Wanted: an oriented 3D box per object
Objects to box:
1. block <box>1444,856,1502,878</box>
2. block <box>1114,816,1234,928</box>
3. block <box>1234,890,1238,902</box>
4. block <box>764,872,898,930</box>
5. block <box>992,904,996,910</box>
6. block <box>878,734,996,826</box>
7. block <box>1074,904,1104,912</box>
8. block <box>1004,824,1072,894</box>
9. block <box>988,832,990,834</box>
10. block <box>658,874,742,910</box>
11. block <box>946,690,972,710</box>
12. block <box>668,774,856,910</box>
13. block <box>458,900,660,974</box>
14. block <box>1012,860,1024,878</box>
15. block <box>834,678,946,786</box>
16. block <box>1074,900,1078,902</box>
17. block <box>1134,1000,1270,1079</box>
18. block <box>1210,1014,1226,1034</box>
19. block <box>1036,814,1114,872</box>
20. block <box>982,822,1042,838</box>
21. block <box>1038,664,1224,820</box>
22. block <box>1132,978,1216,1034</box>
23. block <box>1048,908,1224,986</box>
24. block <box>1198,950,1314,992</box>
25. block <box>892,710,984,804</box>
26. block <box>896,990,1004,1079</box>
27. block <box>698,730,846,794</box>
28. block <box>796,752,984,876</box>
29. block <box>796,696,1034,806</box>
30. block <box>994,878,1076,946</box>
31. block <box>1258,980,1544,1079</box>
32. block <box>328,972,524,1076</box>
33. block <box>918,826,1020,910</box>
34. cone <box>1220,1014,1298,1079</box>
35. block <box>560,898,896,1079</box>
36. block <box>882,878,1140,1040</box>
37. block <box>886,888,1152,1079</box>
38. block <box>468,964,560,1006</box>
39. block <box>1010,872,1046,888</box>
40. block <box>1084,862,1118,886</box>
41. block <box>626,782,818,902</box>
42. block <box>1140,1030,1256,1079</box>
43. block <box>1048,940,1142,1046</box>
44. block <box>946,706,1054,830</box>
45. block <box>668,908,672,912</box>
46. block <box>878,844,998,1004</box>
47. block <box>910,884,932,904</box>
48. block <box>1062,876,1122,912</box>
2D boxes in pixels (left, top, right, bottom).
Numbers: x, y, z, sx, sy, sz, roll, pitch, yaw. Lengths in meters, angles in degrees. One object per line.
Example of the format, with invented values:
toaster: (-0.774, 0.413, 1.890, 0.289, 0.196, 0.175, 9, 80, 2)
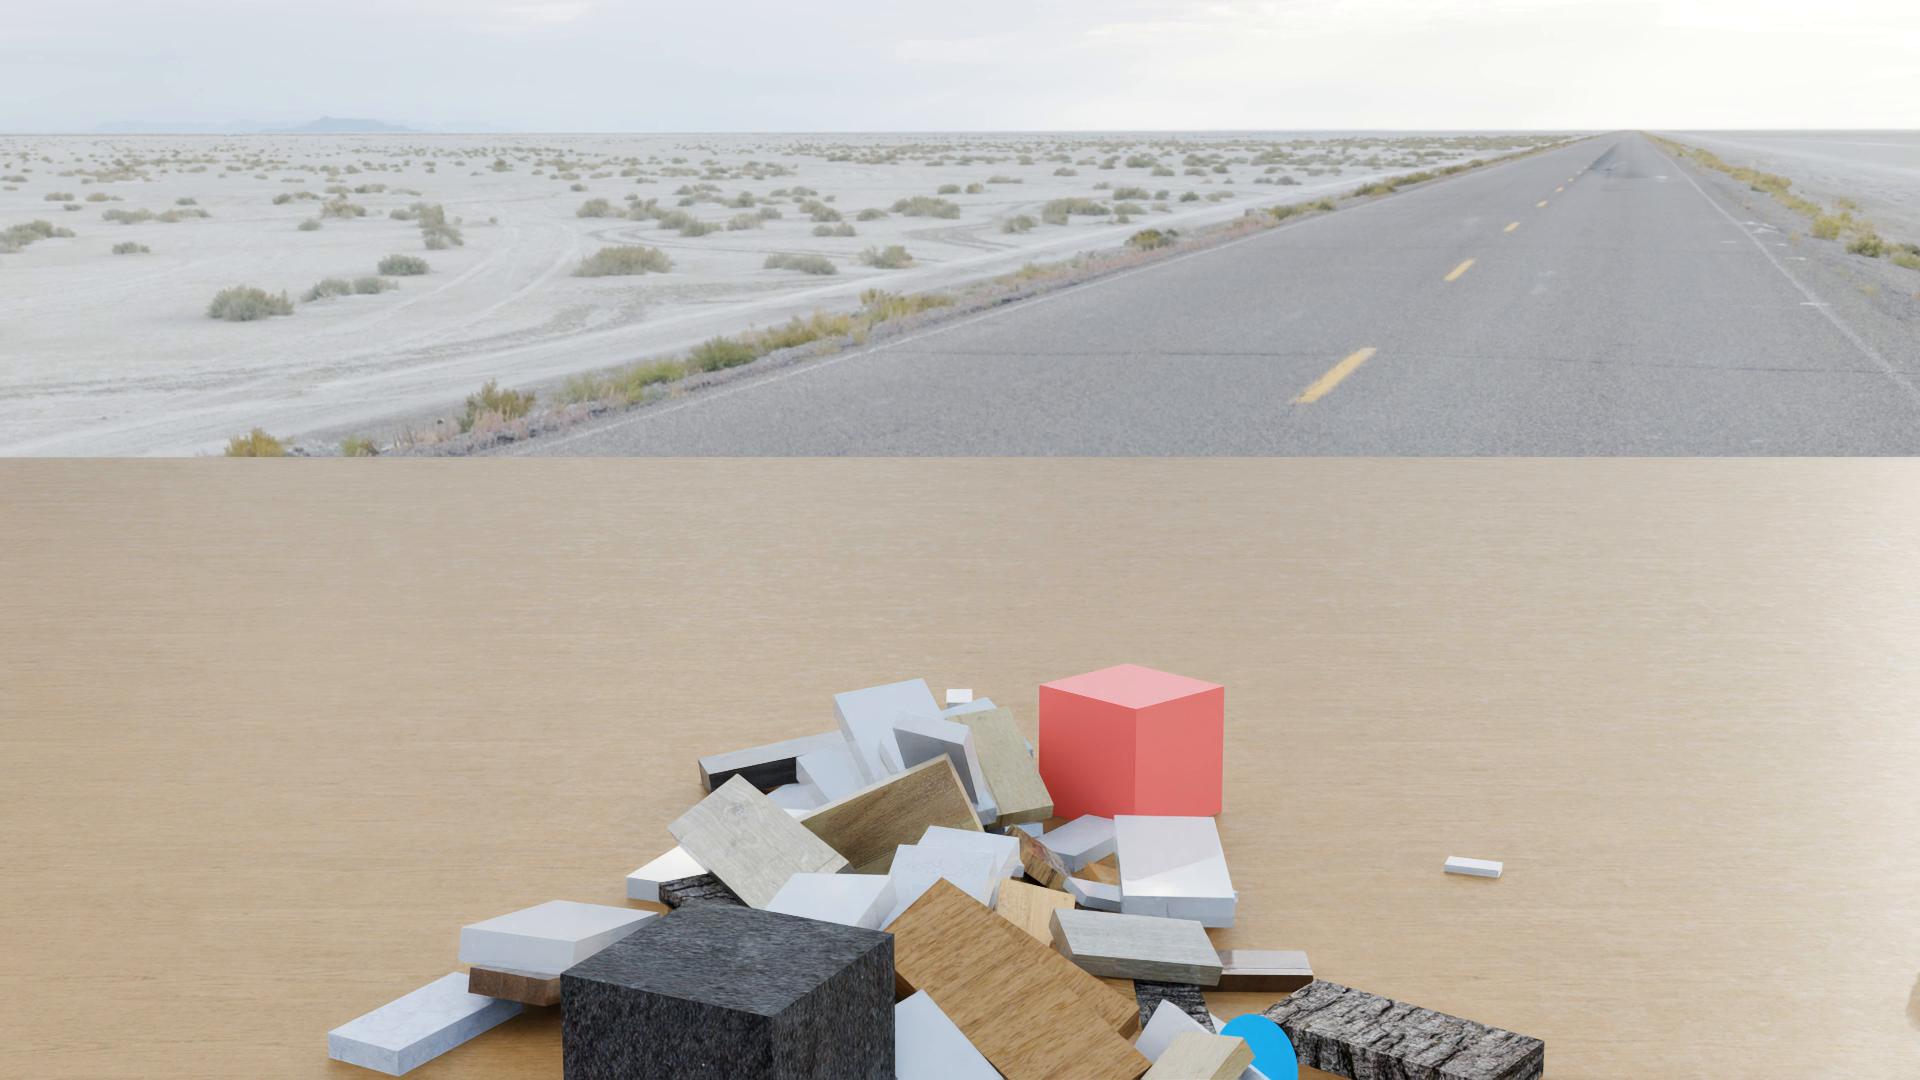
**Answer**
block: (0.883, 0.562, 3.783, 0.091, 0.013, 0.045, 4, 11, 22)
block: (0.346, 0.540, 3.615, 0.172, 0.049, 0.417, 1, 10, 2)
block: (0.395, 0.574, 3.612, 0.060, 0.017, 0.120, -6, 12, -32)
block: (-0.212, 0.544, 2.979, 0.153, 0.043, 0.305, -2, 19, 21)
block: (0.016, 0.579, 3.510, 0.091, 0.026, 0.183, 1, 8, 8)
block: (-0.041, 0.414, 3.806, 0.121, 0.034, 0.242, -12, 37, -20)
block: (0.150, 0.617, 3.450, 0.098, 0.028, 0.196, 4, 11, 20)
block: (0.131, 0.535, 3.664, 0.106, 0.030, 0.212, 36, 1, -6)
block: (-0.066, 0.553, 3.568, 0.135, 0.038, 0.269, -25, -2, 35)
block: (-0.344, 0.585, 3.406, 0.106, 0.030, 0.349, -7, 12, -32)
block: (-0.001, 0.325, 4.485, 0.052, 0.015, 0.104, 0, 11, 0)
block: (-0.318, 0.497, 3.484, 0.149, 0.042, 0.504, -37, 23, -15)
block: (-0.591, 0.591, 3.281, 0.172, 0.049, 0.345, 5, -2, 13)
block: (0.034, 0.513, 3.511, 0.129, 0.018, 0.064, 9, 5, -9)
block: (-0.095, 0.380, 3.931, 0.172, 0.049, 0.344, -10, 35, -17)
block: (0.196, 0.587, 3.647, 0.091, 0.013, 0.045, -2, 11, -10)
block: (0.304, 0.680, 2.805, 0.028, 0.098, 0.195, 32, 0, -43)
block: (0.311, 0.682, 3.107, 0.083, 0.023, 0.166, -5, 12, -26)
block: (0.213, 0.535, 3.885, 0.106, 0.030, 0.212, 7, 13, 34)
block: (0.070, 0.513, 3.928, 0.080, 0.023, 0.159, -1, 0, -32)
block: (0.318, 0.388, 4.093, 0.242, 0.242, 0.242, -10, 14, -42)
block: (0.289, 0.646, 3.094, 0.098, 0.028, 0.310, 2, 18, -6)
block: (0.250, 0.579, 3.133, 0.227, 0.032, 0.113, 8, 23, -16)
block: (0.424, 0.645, 3.294, 0.196, 0.028, 0.098, 0, 11, 1)
block: (-0.034, 0.361, 3.648, 0.121, 0.034, 0.242, 12, -28, 14)
block: (-0.023, 0.676, 2.766, 0.111, 0.031, 0.222, -24, 53, -33)
block: (-0.323, 0.426, 4.245, 0.344, 0.049, 0.172, -11, 7, -13)
block: (-0.126, 0.475, 3.577, 0.299, 0.149, 0.042, -24, 8, 7)
block: (-0.081, 0.405, 3.984, 0.394, 0.049, 0.172, -16, 37, -25)
block: (0.102, 0.583, 3.190, 0.113, 0.032, 0.227, 14, 28, -1)
block: (0.595, 0.689, 2.999, 0.348, 0.049, 0.174, 8, 13, 38)
block: (-0.749, 0.678, 3.096, 0.127, 0.036, 0.255, 6, 12, 29)
block: (-0.034, 0.543, 3.281, 0.146, 0.041, 0.364, 6, 24, 18)
cone: (0.350, 0.702, 2.901, 0.135, 0.135, 0.135, -7, -14, -32)
block: (-0.273, 0.634, 2.647, 0.287, 0.287, 0.287, 5, 12, 26)
block: (0.051, 0.607, 2.962, 0.345, 0.049, 0.172, 29, 49, 29)
block: (0.060, 0.615, 2.864, 0.153, 0.043, 0.394, -28, 45, -28)
block: (-0.585, 0.631, 3.191, 0.127, 0.036, 0.255, 4, -2, 22)
block: (0.091, 0.563, 3.541, 0.091, 0.026, 0.183, 39, 11, 10)
block: (0.251, 0.571, 3.675, 0.060, 0.017, 0.120, 16, 7, -13)
block: (-0.350, 0.518, 3.960, 0.127, 0.036, 0.744, 4, 11, 23)
block: (0.254, 0.693, 2.698, 0.222, 0.031, 0.111, -41, 19, -34)
block: (0.187, 0.645, 3.042, 0.113, 0.032, 0.227, 11, 26, -9)
block: (0.067, 0.404, 3.924, 0.121, 0.034, 0.242, -8, 45, -18)
block: (-0.338, 0.608, 3.465, 0.135, 0.038, 0.269, -7, 13, -35)
block: (-0.048, 0.552, 3.132, 0.146, 0.041, 0.292, 2, 34, 13)
block: (-0.044, 0.528, 3.110, 0.054, 0.015, 0.107, 1, 33, 2)
block: (0.235, 0.576, 3.550, 0.129, 0.018, 0.064, 16, 12, -33)
